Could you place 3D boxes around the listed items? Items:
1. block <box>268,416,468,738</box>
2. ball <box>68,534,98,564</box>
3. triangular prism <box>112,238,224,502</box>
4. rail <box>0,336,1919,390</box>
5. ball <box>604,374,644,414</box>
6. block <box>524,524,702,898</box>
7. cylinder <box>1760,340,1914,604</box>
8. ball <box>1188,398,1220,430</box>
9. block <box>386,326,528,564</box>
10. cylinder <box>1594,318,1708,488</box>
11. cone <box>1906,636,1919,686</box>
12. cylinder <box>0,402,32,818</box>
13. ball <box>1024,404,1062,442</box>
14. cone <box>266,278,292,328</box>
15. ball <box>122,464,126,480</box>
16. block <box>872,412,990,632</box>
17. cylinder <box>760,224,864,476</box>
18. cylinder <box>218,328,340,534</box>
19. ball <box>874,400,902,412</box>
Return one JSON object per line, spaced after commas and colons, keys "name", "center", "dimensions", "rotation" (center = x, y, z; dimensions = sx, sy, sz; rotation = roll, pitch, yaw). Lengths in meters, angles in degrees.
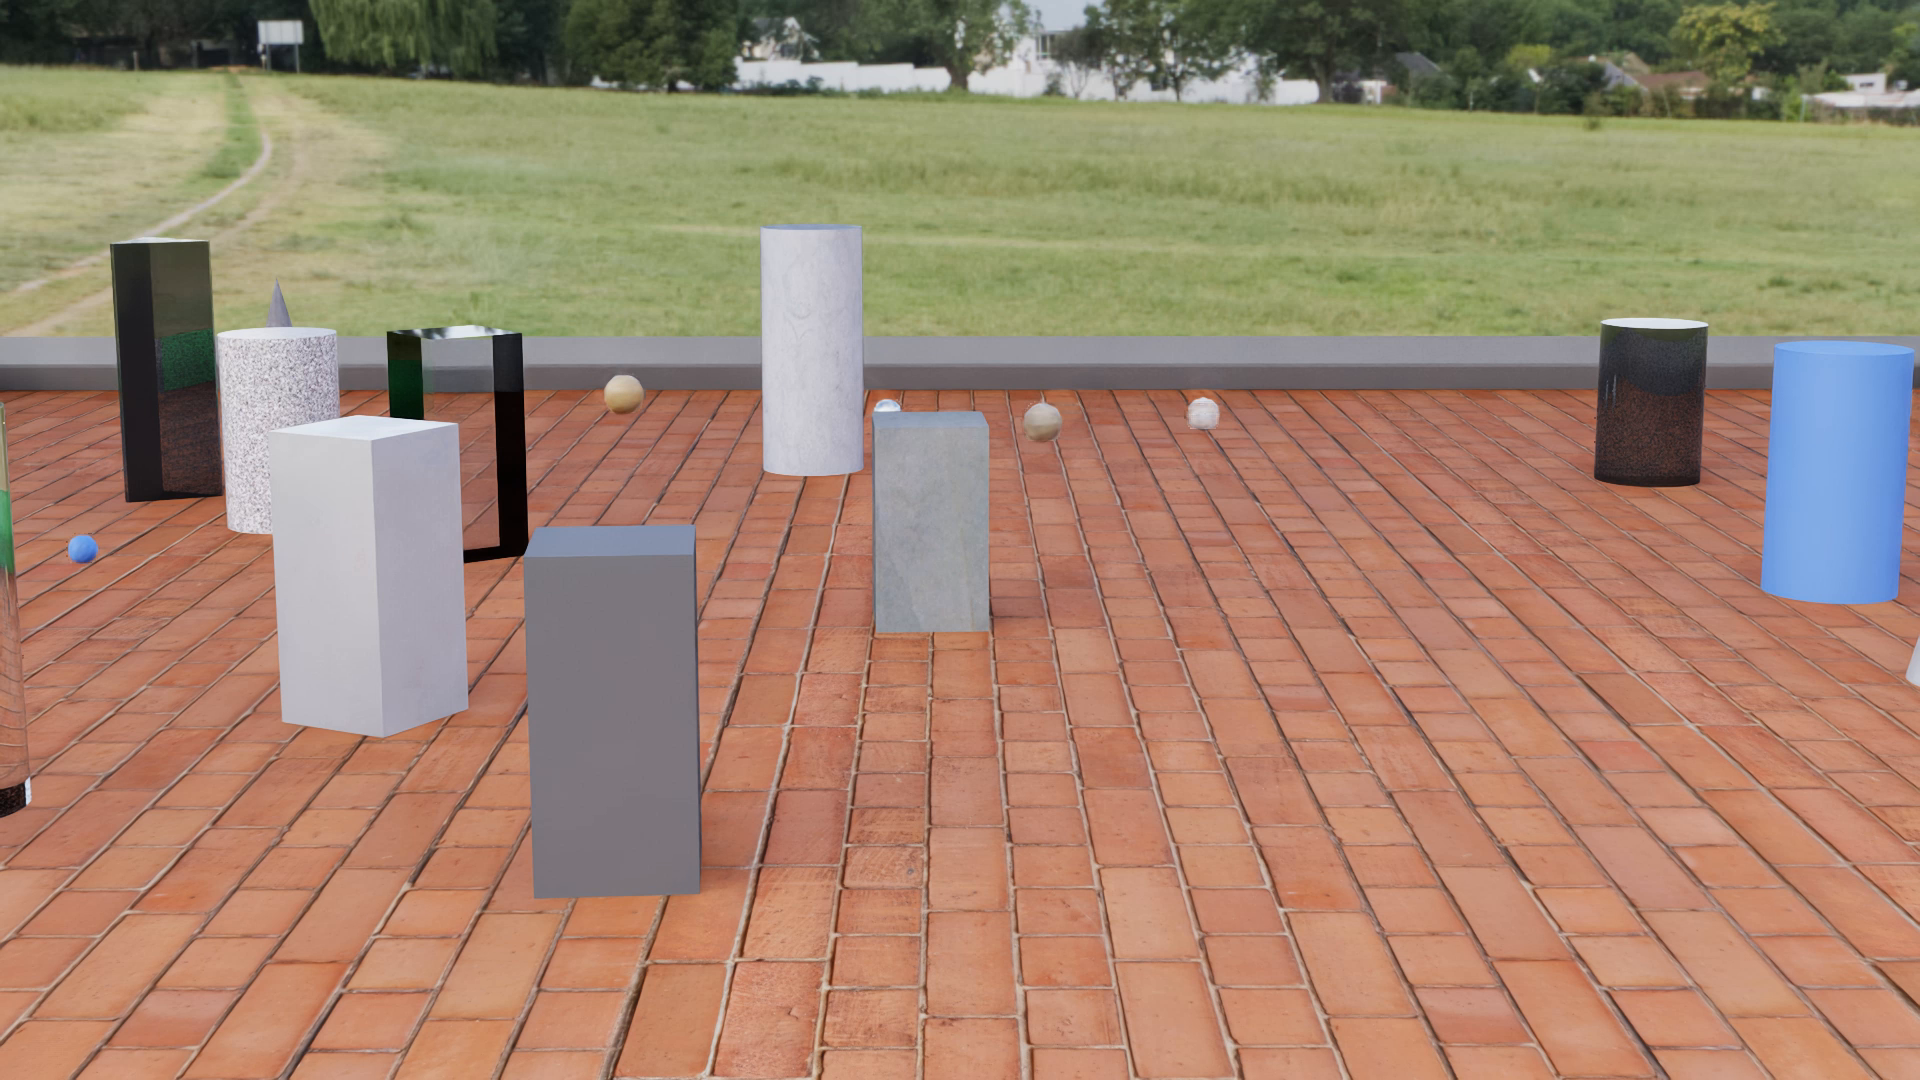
{"name": "block", "center": [-0.656, 0.037, 2.854], "dimensions": [0.145, 0.327, 0.145], "rotation": [6, 12, 28]}
{"name": "ball", "center": [-1.282, 0.013, 3.750], "dimensions": [0.042, 0.042, 0.042], "rotation": [0, 11, 0]}
{"name": "triangular prism", "center": [-1.346, -0.291, 4.323], "dimensions": [0.157, 0.429, 0.136], "rotation": [-5, 12, -25]}
{"name": "rail", "center": [-0.013, -0.390, 5.690], "dimensions": [4.384, 0.118, 0.045], "rotation": [0, 11, 0]}
{"name": "ball", "center": [-0.698, -0.302, 5.323], "dimensions": [0.083, 0.083, 0.083], "rotation": [0, 11, 0]}
{"name": "block", "center": [-0.308, 0.151, 2.304], "dimensions": [0.145, 0.306, 0.145], "rotation": [-1, 11, -5]}
{"name": "cylinder", "center": [1.206, -0.096, 3.531], "dimensions": [0.181, 0.338, 0.181], "rotation": [0, 11, 0]}
{"name": "ball", "center": [0.483, -0.249, 5.089], "dimensions": [0.065, 0.065, 0.065], "rotation": [0, 11, 0]}
{"name": "block", "center": [-0.743, -0.143, 3.799], "dimensions": [0.145, 0.331, 0.145], "rotation": [-8, 13, -38]}
{"name": "cylinder", "center": [1.207, -0.242, 4.483], "dimensions": [0.181, 0.274, 0.181], "rotation": [0, 11, 0]}
{"name": "cone", "center": [1.216, -0.012, 3.005], "dimensions": [0.181, 0.366, 0.181], "rotation": [0, 11, 0]}
{"name": "cylinder", "center": [-1.013, 0.069, 2.498], "dimensions": [0.181, 0.395, 0.181], "rotation": [0, 11, 0]}
{"name": "ball", "center": [0.159, -0.225, 4.933], "dimensions": [0.075, 0.075, 0.075], "rotation": [0, 11, 0]}
{"name": "cone", "center": [-1.219, -0.300, 4.606], "dimensions": [0.181, 0.344, 0.181], "rotation": [0, 11, 0]}
{"name": "ball", "center": [-1.409, -0.118, 4.404], "dimensions": [0.057, 0.057, 0.057], "rotation": [0, 11, 0]}
{"name": "block", "center": [-0.040, -0.026, 3.350], "dimensions": [0.145, 0.266, 0.145], "rotation": [-1, 11, -3]}
{"name": "cylinder", "center": [-0.264, -0.343, 4.590], "dimensions": [0.181, 0.433, 0.181], "rotation": [0, 11, 0]}
{"name": "cylinder", "center": [-1.069, -0.175, 4.045], "dimensions": [0.181, 0.303, 0.181], "rotation": [0, 11, 0]}
{"name": "ball", "center": [-0.144, -0.252, 5.122], "dimensions": [0.058, 0.058, 0.058], "rotation": [0, 11, 0]}
